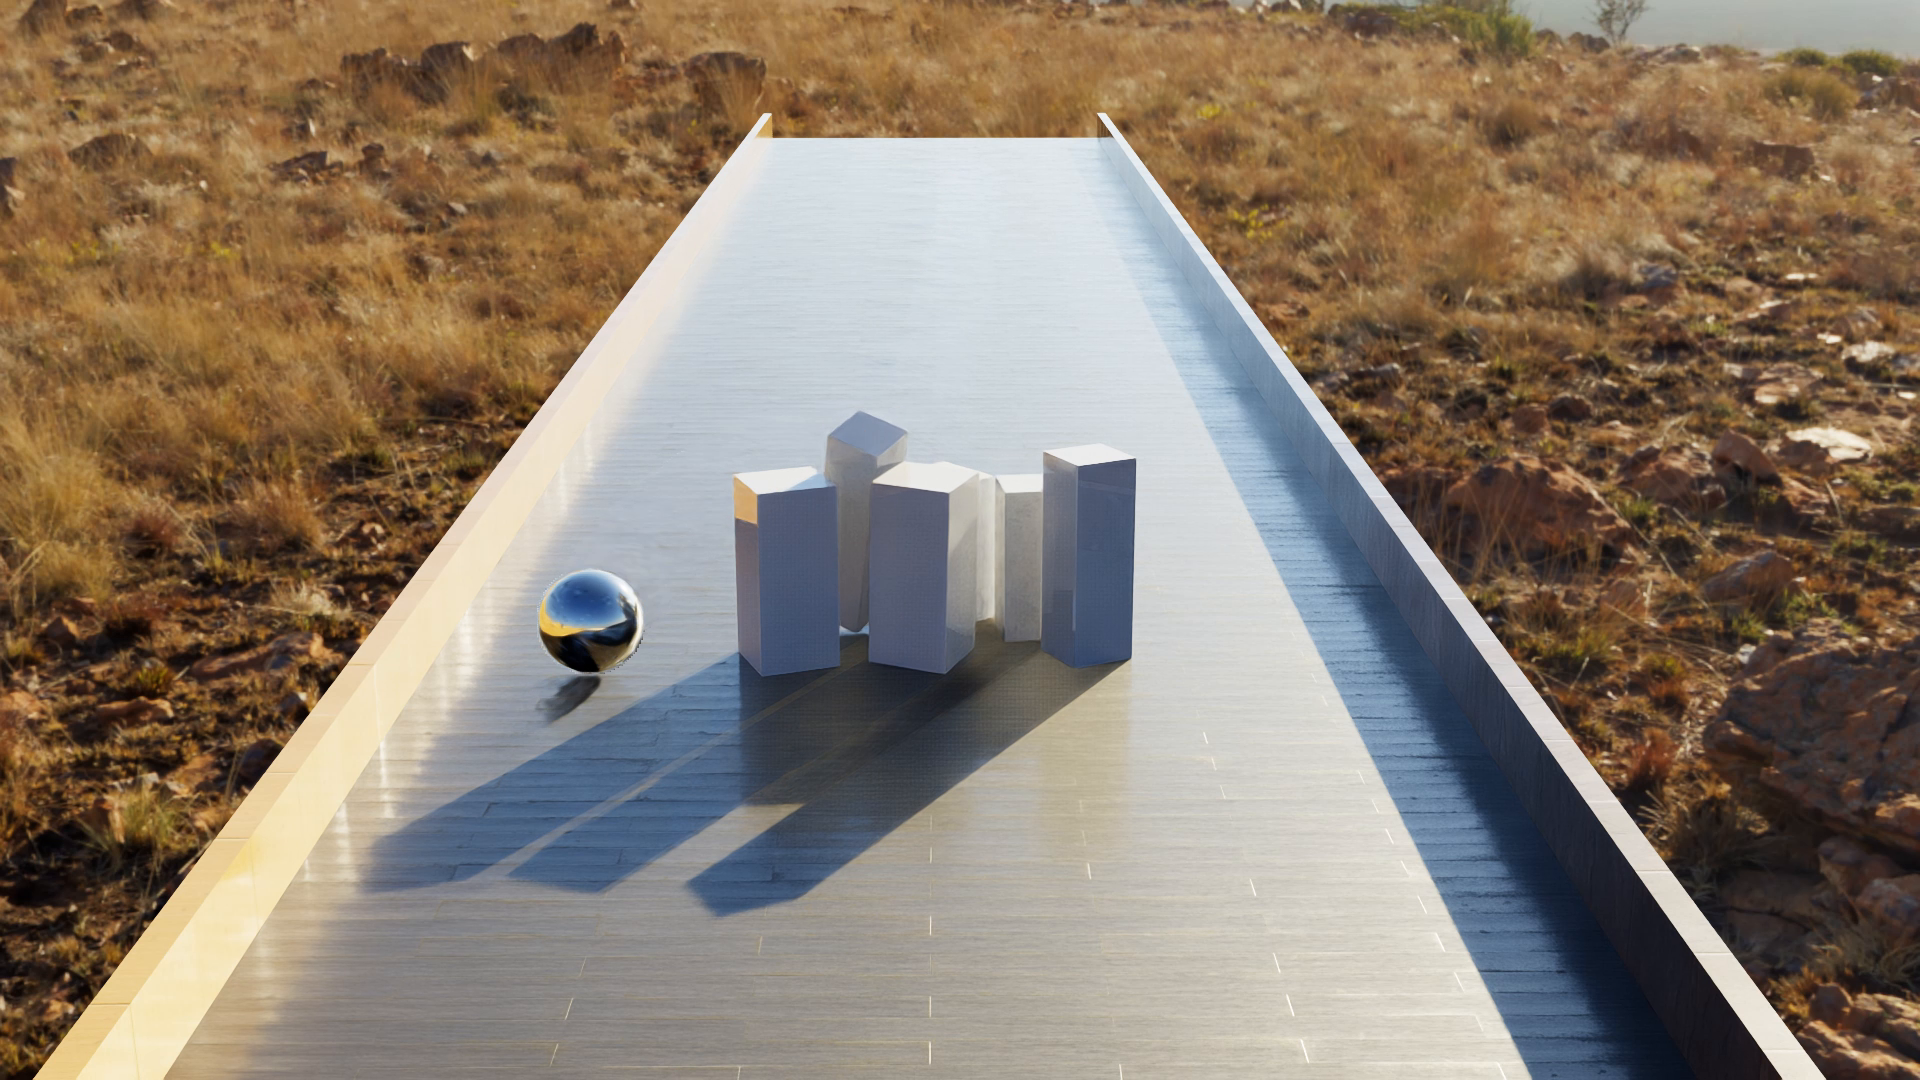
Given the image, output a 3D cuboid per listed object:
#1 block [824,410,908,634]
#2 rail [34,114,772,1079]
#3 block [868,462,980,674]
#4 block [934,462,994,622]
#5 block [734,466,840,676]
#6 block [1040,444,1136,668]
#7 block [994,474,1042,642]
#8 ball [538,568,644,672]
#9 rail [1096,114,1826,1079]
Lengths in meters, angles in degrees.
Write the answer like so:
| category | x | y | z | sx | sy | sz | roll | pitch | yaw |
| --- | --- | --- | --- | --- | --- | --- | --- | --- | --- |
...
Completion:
| category | x | y | z | sx | sy | sz | roll | pitch | yaw |
| --- | --- | --- | --- | --- | --- | --- | --- | --- | --- |
| block | -0.209 | -0.033 | 4.500 | 0.117 | 0.450 | 0.117 | 24 | 39 | 20 |
| rail | -1.118 | -0.838 | 7.780 | 0.050 | 0.150 | 12.000 | 0 | 17 | -1 |
| block | -0.071 | 0.053 | 4.379 | 0.164 | 0.374 | 0.164 | 8 | 19 | 20 |
| block | -0.043 | 0.013 | 4.643 | 0.164 | 0.309 | 0.164 | -14 | 21 | -39 |
| block | -0.345 | 0.060 | 4.371 | 0.162 | 0.372 | 0.162 | -7 | 18 | -21 |
| block | 0.255 | 0.031 | 4.393 | 0.134 | 0.416 | 0.134 | -9 | 19 | -27 |
| block | 0.150 | 0.036 | 4.547 | 0.137 | 0.319 | 0.137 | -2 | 17 | -7 |
| ball | -0.724 | 0.159 | 4.311 | 0.204 | 0.204 | 0.204 | 0 | 17 | 0 |
| rail | 0.932 | -0.844 | 7.801 | 0.050 | 0.150 | 12.000 | 0 | 17 | -1 |
